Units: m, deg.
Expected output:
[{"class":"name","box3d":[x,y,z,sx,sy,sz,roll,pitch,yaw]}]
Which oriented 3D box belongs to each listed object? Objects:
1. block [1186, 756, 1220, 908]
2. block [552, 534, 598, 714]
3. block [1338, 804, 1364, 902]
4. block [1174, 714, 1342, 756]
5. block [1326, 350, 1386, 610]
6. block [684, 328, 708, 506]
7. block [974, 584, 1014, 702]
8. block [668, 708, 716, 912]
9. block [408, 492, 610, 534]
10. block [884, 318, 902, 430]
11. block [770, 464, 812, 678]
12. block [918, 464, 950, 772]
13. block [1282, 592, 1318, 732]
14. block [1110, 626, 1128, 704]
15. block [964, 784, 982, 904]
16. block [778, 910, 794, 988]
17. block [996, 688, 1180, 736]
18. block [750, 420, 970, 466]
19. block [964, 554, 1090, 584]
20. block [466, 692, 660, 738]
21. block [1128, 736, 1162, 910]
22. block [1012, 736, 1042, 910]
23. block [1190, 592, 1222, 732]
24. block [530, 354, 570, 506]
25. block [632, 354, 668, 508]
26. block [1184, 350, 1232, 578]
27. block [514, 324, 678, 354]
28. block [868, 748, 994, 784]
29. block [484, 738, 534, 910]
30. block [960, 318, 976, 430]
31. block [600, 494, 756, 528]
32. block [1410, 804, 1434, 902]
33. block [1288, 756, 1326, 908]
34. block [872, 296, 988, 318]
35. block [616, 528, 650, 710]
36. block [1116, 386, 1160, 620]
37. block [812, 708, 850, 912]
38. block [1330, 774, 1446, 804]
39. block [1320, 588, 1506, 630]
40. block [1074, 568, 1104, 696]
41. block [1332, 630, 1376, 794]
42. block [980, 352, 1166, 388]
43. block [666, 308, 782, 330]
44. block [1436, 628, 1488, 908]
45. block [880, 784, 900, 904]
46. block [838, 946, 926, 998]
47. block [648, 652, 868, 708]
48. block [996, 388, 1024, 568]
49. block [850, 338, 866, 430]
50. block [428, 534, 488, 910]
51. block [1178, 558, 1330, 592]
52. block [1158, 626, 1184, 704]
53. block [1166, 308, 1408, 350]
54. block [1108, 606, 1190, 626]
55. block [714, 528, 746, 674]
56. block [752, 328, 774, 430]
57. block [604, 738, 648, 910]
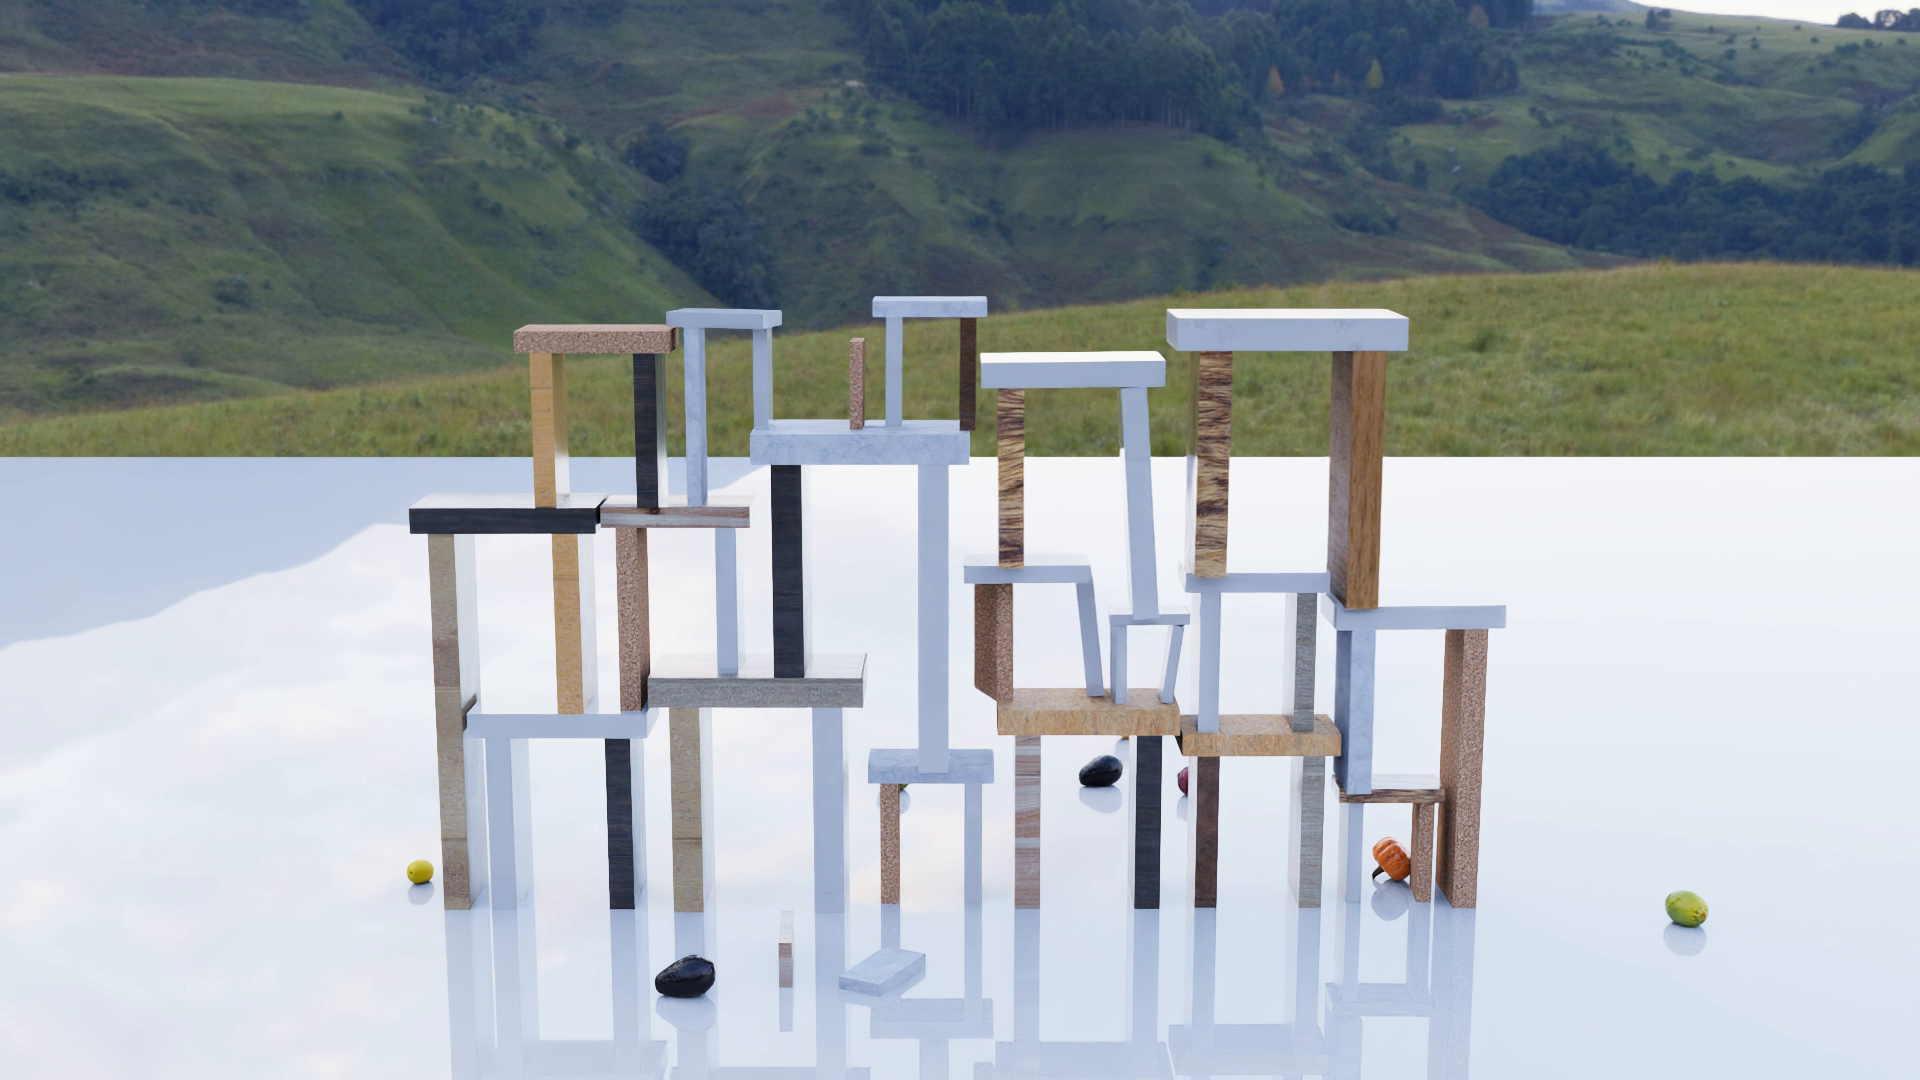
[{"class":"block","box3d":[0.402,0.464,3.642,0.036,0.257,0.128,0,11,0]},{"class":"block","box3d":[-0.626,0.122,3.578,0.042,0.294,0.147,0,11,0]},{"class":"block","box3d":[0.648,0.505,3.653,0.024,0.172,0.086,0,11,0]},{"class":"block","box3d":[0.487,0.320,3.616,0.257,0.036,0.128,0,11,-1]},{"class":"block","box3d":[0.635,-0.108,3.533,0.051,0.409,0.179,0,11,-1]},{"class":"block","box3d":[-0.423,-0.202,3.520,0.023,0.284,0.081,0,11,0]},{"class":"block","box3d":[0.055,0.154,3.624,0.029,0.203,0.102,-4,11,-21]},{"class":"block","box3d":[-0.442,0.422,3.634,0.049,0.344,0.172,0,11,0]},{"class":"block","box3d":[-0.723,-0.043,3.547,0.294,0.042,0.147,0,11,0]},{"class":"block","box3d":[-0.106,-0.270,3.507,0.025,0.179,0.090,0,11,-3]},{"class":"block","box3d":[-0.272,0.035,3.564,0.049,0.344,0.172,0,11,1]},{"class":"block","box3d":[-0.042,0.113,3.578,0.049,0.501,0.172,0,11,0]},{"class":"block","box3d":[0.556,0.187,3.600,0.033,0.231,0.116,0,11,-1]},{"class":"block","box3d":[0.259,0.197,3.597,0.018,0.130,0.065,-2,11,-4]},{"class":"block","box3d":[0.022,0.489,3.651,0.029,0.206,0.103,0,11,0]},{"class":"block","box3d":[-0.262,0.618,3.328,0.020,0.070,0.140,-1,11,-3]},{"class":"block","box3d":[0.208,0.281,3.611,0.293,0.042,0.147,0,11,0]},{"class":"block","box3d":[-0.157,-0.157,3.527,0.344,0.049,0.172,0,11,0]},{"class":"block","box3d":[0.108,0.046,3.570,0.203,0.029,0.102,0,11,1]},{"class":"block","box3d":[-0.648,0.286,3.609,0.289,0.041,0.144,0,11,0]},{"class":"block","box3d":[0.306,0.446,3.641,0.042,0.293,0.147,0,11,0]},{"class":"block","box3d":[0.110,0.446,3.641,0.042,0.293,0.147,0,11,0]},{"class":"block","box3d":[0.401,0.188,3.597,0.033,0.231,0.116,0,11,-1]},{"class":"block","box3d":[-0.657,-0.184,3.524,0.034,0.243,0.122,0,11,0]},{"class":"block","box3d":[-0.495,-0.183,3.524,0.034,0.245,0.122,0,11,0]},{"class":"block","box3d":[0.398,-0.133,3.531,0.051,0.358,0.179,0,11,1]},{"class":"block","box3d":[-0.576,-0.320,3.499,0.243,0.034,0.121,0,11,0]},{"class":"block","box3d":[-0.047,0.373,3.629,0.206,0.029,0.103,0,11,0]},{"class":"block","box3d":[-0.745,0.449,3.639,0.041,0.289,0.144,0,11,0]},{"class":"block","box3d":[0.013,-0.269,3.506,0.025,0.179,0.090,1,11,1]},{"class":"block","box3d":[-0.453,-0.047,3.554,0.238,0.034,0.119,0,11,0]},{"class":"block","box3d":[0.768,0.505,3.654,0.024,0.172,0.086,1,11,4]},{"class":"block","box3d":[0.573,0.465,3.642,0.036,0.257,0.128,0,11,0]},{"class":"block","box3d":[-0.047,-0.370,3.488,0.179,0.025,0.090,0,11,0]},{"class":"block","box3d":[-0.532,0.118,3.584,0.034,0.300,0.119,0,11,0]},{"class":"block","box3d":[0.286,-0.069,3.547,0.041,0.372,0.144,-4,10,2]},{"class":"block","box3d":[-0.212,0.422,3.634,0.049,0.344,0.172,0,11,0]},{"class":"block","box3d":[0.705,0.410,3.629,0.172,0.024,0.086,0,11,1]},{"class":"block","box3d":[0.734,0.112,3.573,0.272,0.039,0.136,-1,11,-1]},{"class":"block","box3d":[0.213,0.148,3.651,0.029,0.203,0.102,-6,10,2]},{"class":"block","box3d":[0.645,0.265,3.598,0.039,0.272,0.136,0,11,-1]},{"class":"block","box3d":[0.177,-0.272,3.508,0.288,0.041,0.144,-1,11,0]},{"class":"block","box3d":[-0.373,-0.350,3.478,0.163,0.023,0.081,3,11,15]},{"class":"block","box3d":[0.826,0.360,3.624,0.039,0.468,0.136,0,11,0]},{"class":"block","box3d":[-0.116,0.489,3.651,0.029,0.206,0.103,0,11,0]},{"class":"block","box3d":[-0.116,0.648,3.304,0.070,0.020,0.140,6,12,27]},{"class":"block","box3d":[-0.327,0.229,3.598,0.344,0.049,0.172,0,11,0]},{"class":"block","box3d":[0.081,-0.109,3.538,0.041,0.288,0.144,0,11,0]},{"class":"block","box3d":[-0.163,-0.250,3.510,0.020,0.140,0.070,1,11,1]},{"class":"block","box3d":[-0.821,0.284,3.607,0.042,0.624,0.147,0,11,0]},{"class":"block","box3d":[0.476,0.058,3.573,0.231,0.033,0.116,0,11,0]},{"class":"block","box3d":[0.345,0.197,3.595,0.018,0.130,0.065,8,11,-1]},{"class":"block","box3d":[0.516,-0.335,3.497,0.358,0.051,0.179,0,11,0]},{"class":"block","box3d":[0.307,0.123,3.585,0.130,0.018,0.065,-1,11,2]},{"class":"block","box3d":[-0.373,0.087,3.578,0.034,0.238,0.119,0,10,0]},{"class":"block","box3d":[-0.314,-0.262,3.508,0.023,0.163,0.081,0,11,0]},{"class":"block","box3d":[-0.552,0.449,3.639,0.041,0.289,0.144,0,11,0]}]
